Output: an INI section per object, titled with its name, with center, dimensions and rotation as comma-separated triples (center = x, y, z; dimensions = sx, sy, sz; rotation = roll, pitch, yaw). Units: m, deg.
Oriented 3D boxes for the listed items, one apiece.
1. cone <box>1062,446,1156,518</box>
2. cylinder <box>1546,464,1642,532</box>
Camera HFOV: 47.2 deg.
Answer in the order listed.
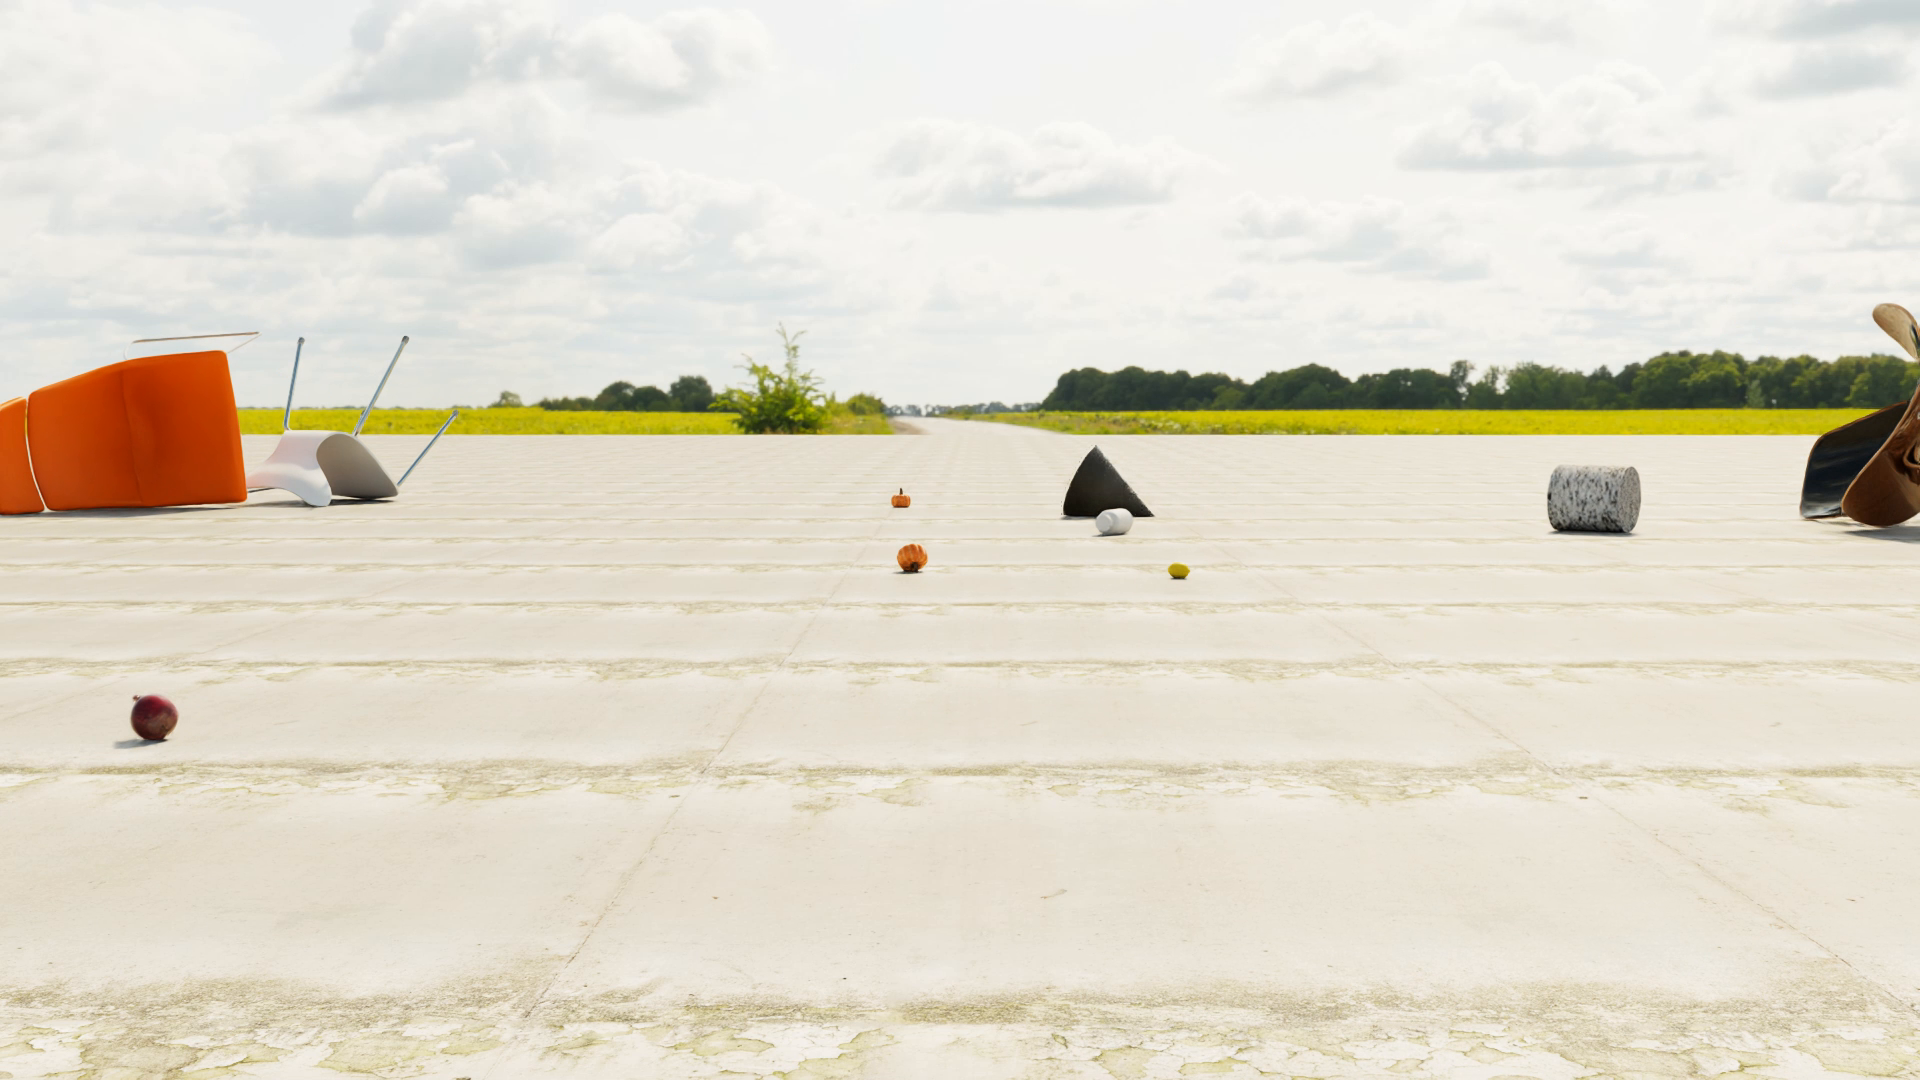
[cone]
center = 0.557, -0.145, 7.748
dimensions = 0.297, 0.273, 0.271
rotation = 27, 52, 15
[cylinder]
center = 1.998, -0.132, 6.928
dimensions = 0.232, 0.211, 0.185
rotation = 3, -11, 39
